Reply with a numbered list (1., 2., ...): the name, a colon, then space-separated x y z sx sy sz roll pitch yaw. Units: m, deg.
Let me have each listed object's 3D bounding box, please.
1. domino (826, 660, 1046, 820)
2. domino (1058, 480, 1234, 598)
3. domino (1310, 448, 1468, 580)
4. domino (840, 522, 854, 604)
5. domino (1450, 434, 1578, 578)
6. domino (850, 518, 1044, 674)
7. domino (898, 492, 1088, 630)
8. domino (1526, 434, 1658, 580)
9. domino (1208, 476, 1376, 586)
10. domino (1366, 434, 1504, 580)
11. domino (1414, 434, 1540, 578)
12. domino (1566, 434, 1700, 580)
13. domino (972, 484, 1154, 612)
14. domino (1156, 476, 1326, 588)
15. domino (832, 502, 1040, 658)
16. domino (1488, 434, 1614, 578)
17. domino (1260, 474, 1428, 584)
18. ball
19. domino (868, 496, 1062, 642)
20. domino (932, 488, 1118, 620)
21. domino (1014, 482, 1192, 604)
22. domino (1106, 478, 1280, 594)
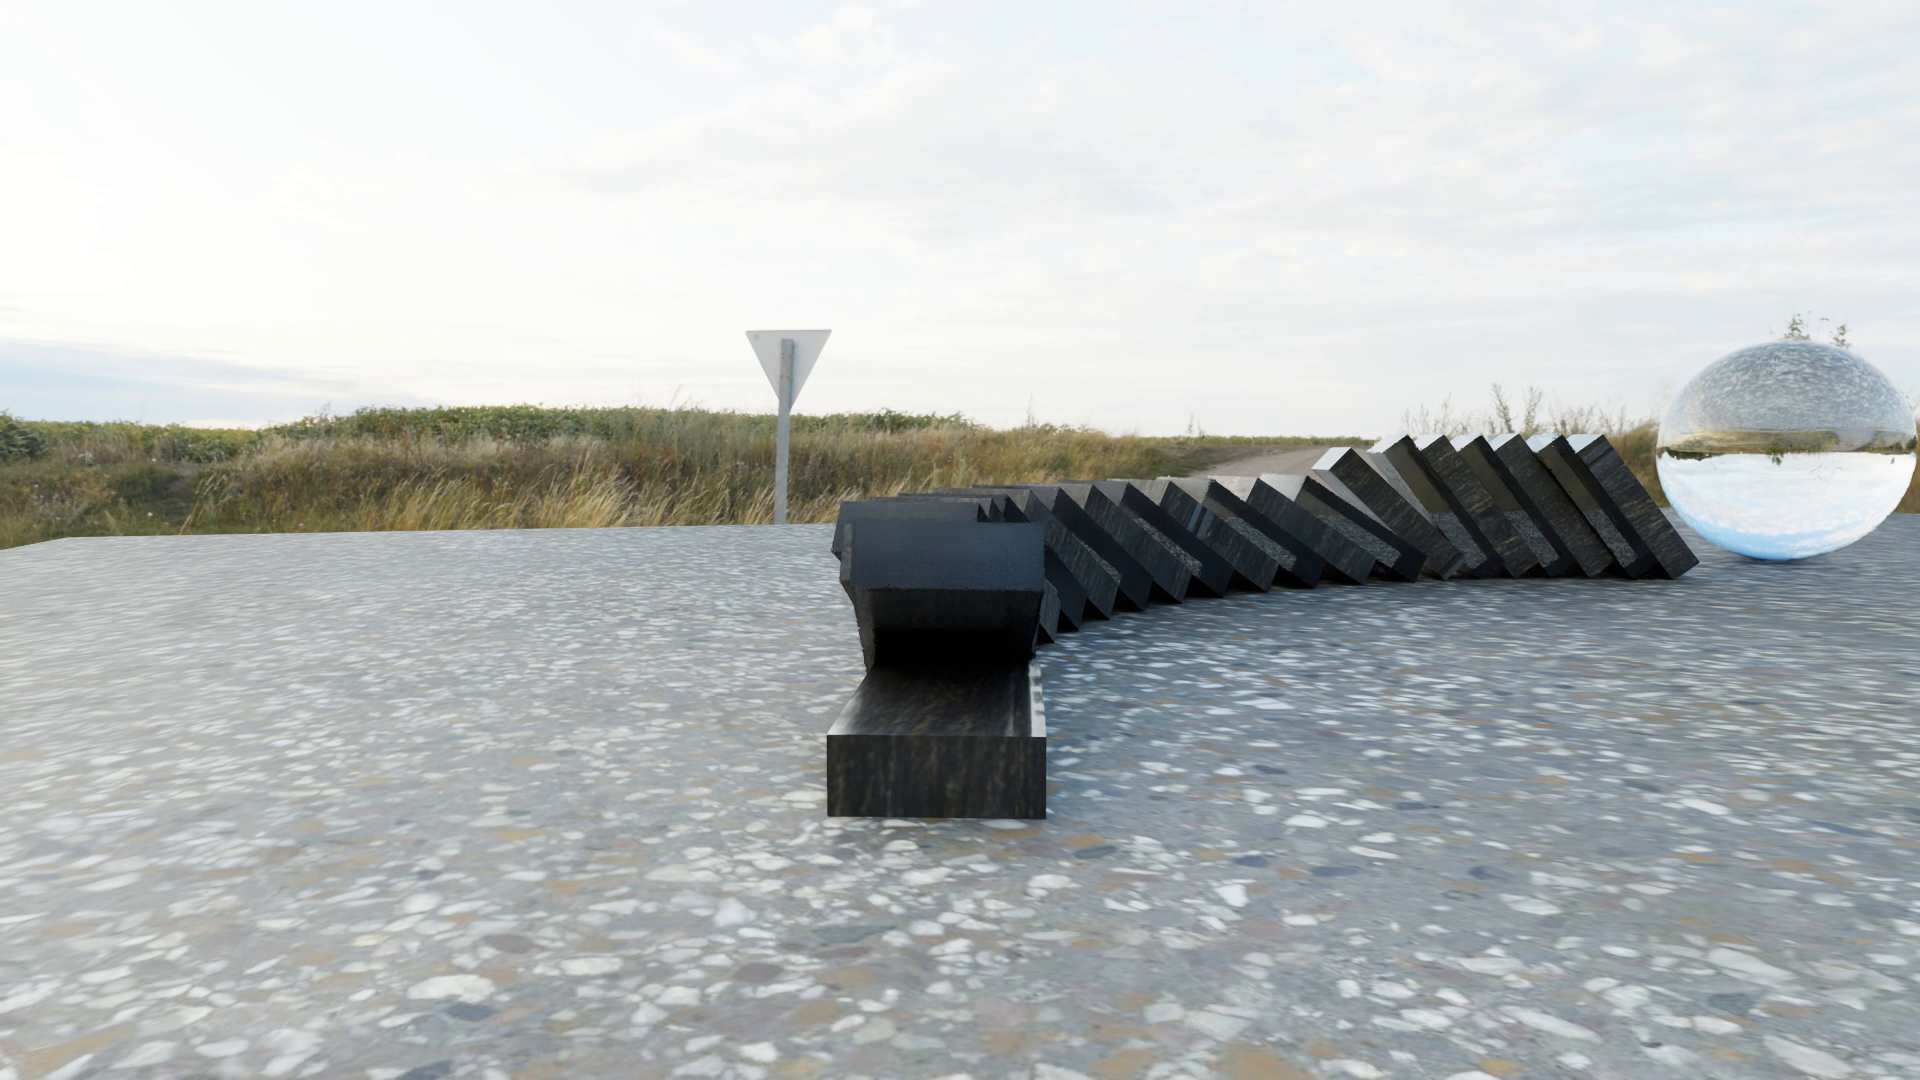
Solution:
1. domino: -0.002 0.025 0.171 0.025 0.010 0.050 0 4 3
2. domino: 0.050 0.000 0.350 0.050 0.009 0.025 34 -18 -37
3. domino: 0.136 -0.009 0.409 0.050 0.009 0.025 43 5 -1
4. domino: -0.003 0.011 0.216 0.025 0.009 0.050 1 -22 7
5. domino: 0.177 -0.011 0.417 0.009 0.050 0.025 -37 0 7
6. domino: -0.002 0.011 0.190 0.025 0.010 0.050 1 -22 0
7. domino: 0.007 0.005 0.279 0.025 0.010 0.050 2 -24 27
8. domino: 0.200 -0.011 0.413 0.010 0.050 0.025 -37 0 7
9. domino: 0.098 -0.003 0.388 0.050 0.009 0.025 30 -8 -22
10. domino: 0.152 -0.011 0.414 0.010 0.050 0.025 -37 0 7
11. domino: 0.165 -0.011 0.416 0.009 0.050 0.025 -37 0 7
12. domino: 0.212 -0.011 0.411 0.009 0.050 0.025 -37 0 7
13. domino: 0.025 0.002 0.317 0.025 0.010 0.050 3 -24 38
14. domino: 0.081 -0.002 0.377 0.050 0.009 0.025 31 -11 -27
15. domino: -0.003 0.008 0.239 0.025 0.009 0.050 1 -25 17
16. domino: 0.189 -0.012 0.417 0.009 0.050 0.025 -37 -1 7
17. domino: 0.117 -0.004 0.397 0.050 0.009 0.025 30 -6 -18
18. ball: 0.298 -0.032 0.466 0.080 0.080 0.080 0 4 0
19. domino: 0.001 0.007 0.259 0.025 0.009 0.050 2 -24 22
20. domino: 0.015 0.004 0.299 0.025 0.009 0.050 3 -24 33
21. domino: 0.036 0.001 0.334 0.025 0.009 0.050 4 -23 44
22. domino: 0.065 -0.001 0.364 0.050 0.009 0.025 32 -15 -32
